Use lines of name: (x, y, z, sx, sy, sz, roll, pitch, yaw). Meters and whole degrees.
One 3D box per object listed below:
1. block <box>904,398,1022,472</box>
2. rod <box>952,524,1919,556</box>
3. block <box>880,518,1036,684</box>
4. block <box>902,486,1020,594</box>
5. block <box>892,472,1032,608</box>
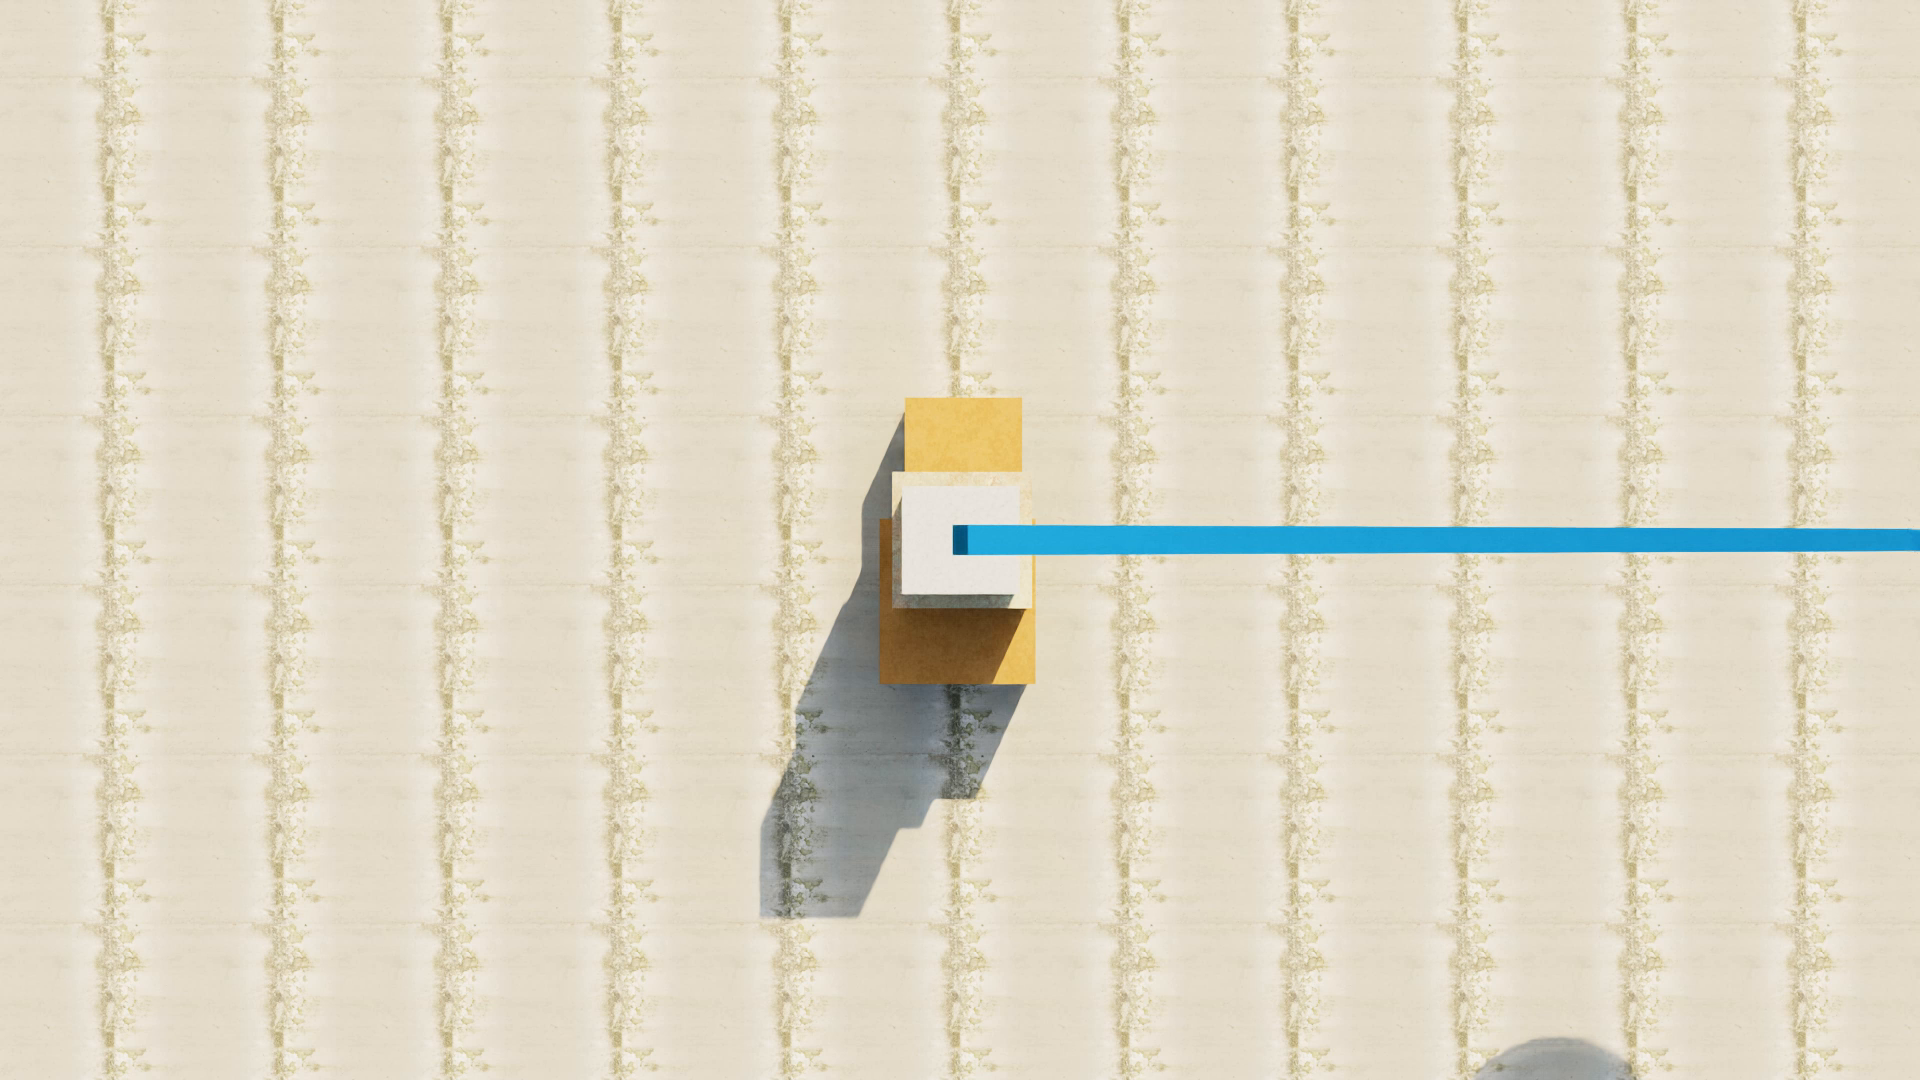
block: (0.020, -0.465, 12.691, 0.659, 0.618, 0.675, 0, 90, 0)
rod: (2.234, 0.000, 7.120, 5.200, 0.080, 0.080, 0, 90, -31)
block: (-0.014, 0.342, 12.625, 0.869, 0.750, 0.920, 0, 90, 0)
block: (0.004, 0.000, 11.299, 0.586, 0.633, 0.541, 0, 90, 0)
block: (0.011, 0.000, 11.933, 0.738, 0.635, 0.720, 0, 90, 0)
